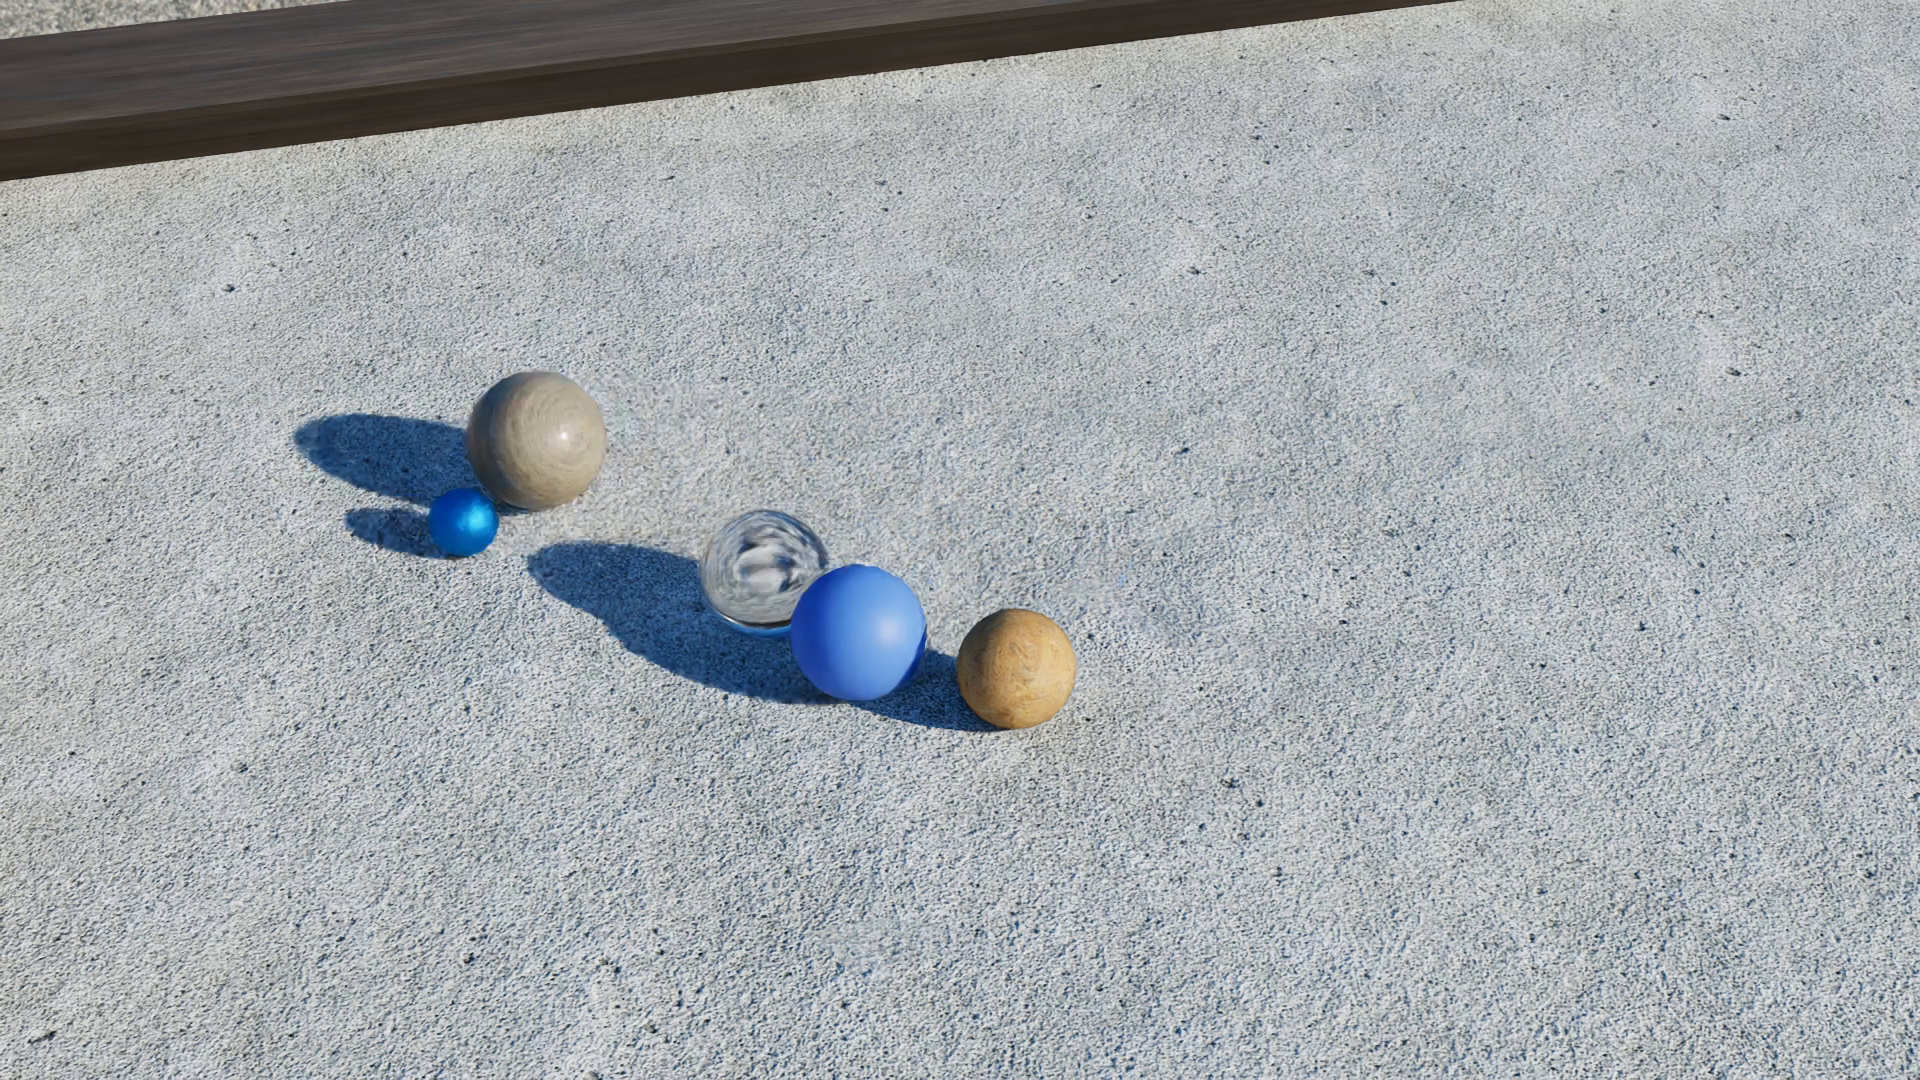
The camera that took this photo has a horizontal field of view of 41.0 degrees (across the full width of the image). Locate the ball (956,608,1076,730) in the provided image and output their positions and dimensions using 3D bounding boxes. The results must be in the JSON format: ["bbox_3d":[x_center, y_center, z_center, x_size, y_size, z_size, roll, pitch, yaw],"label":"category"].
[{"bbox_3d":[0.033,0.074,1.484,0.070,0.070,0.070,0,36,0],"label":"ball"}]

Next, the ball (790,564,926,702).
[{"bbox_3d":[-0.059,0.055,1.503,0.080,0.080,0.080,0,36,0],"label":"ball"}]

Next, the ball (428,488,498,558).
[{"bbox_3d":[-0.315,-0.011,1.626,0.044,0.044,0.044,0,36,0],"label":"ball"}]

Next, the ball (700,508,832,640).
[{"bbox_3d":[-0.118,0.021,1.551,0.079,0.079,0.079,0,36,0],"label":"ball"}]

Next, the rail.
[{"bbox_3d":[0.451,-0.525,2.279,2.690,0.117,0.045,-9,37,-13],"label":"rail"}]

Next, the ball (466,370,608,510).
[{"bbox_3d":[-0.274,-0.065,1.661,0.090,0.090,0.090,0,36,0],"label":"ball"}]
